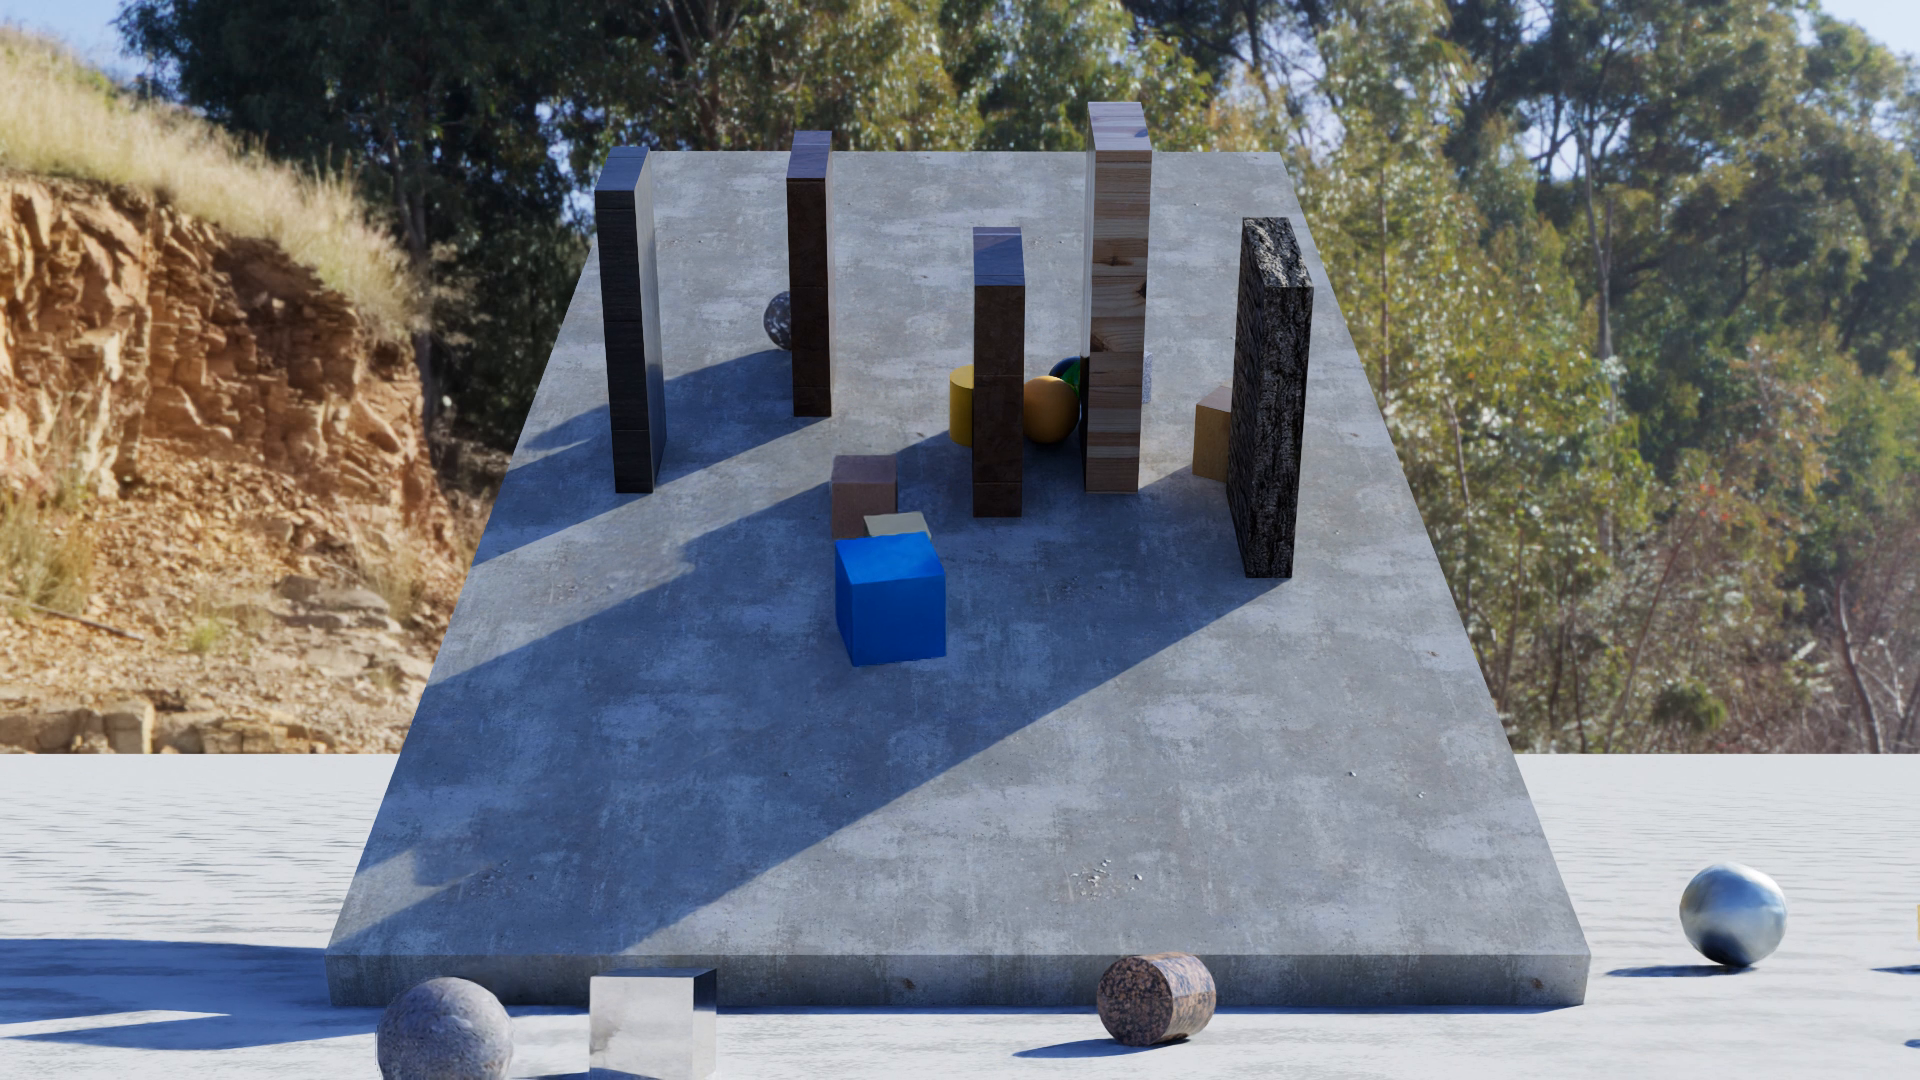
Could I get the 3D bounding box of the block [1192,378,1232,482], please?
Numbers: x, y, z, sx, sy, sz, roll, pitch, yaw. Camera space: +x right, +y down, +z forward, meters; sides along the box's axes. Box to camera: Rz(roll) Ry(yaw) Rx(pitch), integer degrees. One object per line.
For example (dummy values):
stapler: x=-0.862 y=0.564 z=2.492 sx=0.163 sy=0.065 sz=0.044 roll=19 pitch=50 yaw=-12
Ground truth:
block: x=0.635 y=-0.234 z=5.279 sx=0.171 sy=0.171 sz=0.171 roll=16 pitch=31 yaw=28

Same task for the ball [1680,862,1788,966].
ball: x=1.457 y=0.705 z=4.481 sx=0.195 sy=0.195 sz=0.195 roll=0 pitch=-5 yaw=0

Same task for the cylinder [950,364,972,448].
cylinder: x=0.049 y=-0.307 z=5.443 sx=0.146 sy=0.146 sz=0.146 roll=0 pitch=28 yaw=0

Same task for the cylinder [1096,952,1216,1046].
cylinder: x=0.275 y=0.641 z=3.328 sx=0.122 sy=0.122 sz=0.122 roll=-3 pitch=-6 yaw=34

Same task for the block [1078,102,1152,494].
block: x=0.333 y=-0.524 z=5.173 sx=0.115 sy=0.781 sz=0.330 roll=0 pitch=28 yaw=0

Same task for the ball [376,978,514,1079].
ball: x=-0.579 y=0.569 z=2.680 sx=0.151 sy=0.151 sz=0.151 roll=0 pitch=-5 yaw=0

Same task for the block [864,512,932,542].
block: x=-0.126 y=0.026 z=4.830 sx=0.119 sy=0.119 sz=0.119 roll=-5 pitch=28 yaw=-10

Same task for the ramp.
ramp: x=-0.011 y=-0.225 z=5.550 sx=2.000 sy=0.100 sz=4.000 roll=0 pitch=28 yaw=0

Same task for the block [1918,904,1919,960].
block: x=1.893 y=0.746 z=4.485 sx=0.113 sy=0.113 sz=0.113 roll=2 pitch=-5 yaw=-22

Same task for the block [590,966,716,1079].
block: x=-0.383 y=0.606 z=2.977 sx=0.129 sy=0.129 sz=0.129 roll=-1 pitch=-5 yaw=7

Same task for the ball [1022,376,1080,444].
ball: x=0.197 y=-0.296 z=5.413 sx=0.155 sy=0.155 sz=0.155 roll=0 pitch=-5 yaw=0

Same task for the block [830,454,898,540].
block: x=-0.201 y=-0.090 z=5.037 sx=0.134 sy=0.134 sz=0.134 roll=1 pitch=28 yaw=1

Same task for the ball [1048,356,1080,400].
ball: x=0.273 y=-0.354 z=5.531 sx=0.149 sy=0.149 sz=0.149 roll=0 pitch=-5 yaw=0

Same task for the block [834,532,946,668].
block: x=-0.135 y=0.114 z=4.595 sx=0.181 sy=0.181 sz=0.181 roll=-6 pitch=28 yaw=-11

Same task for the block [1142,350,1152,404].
block: x=0.367 y=-0.387 z=5.623 sx=0.122 sy=0.122 sz=0.122 roll=-22 pitch=35 yaw=-36

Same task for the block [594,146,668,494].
block: x=-0.712 y=-0.476 z=5.170 sx=0.082 sy=0.694 sz=0.287 roll=0 pitch=28 yaw=0

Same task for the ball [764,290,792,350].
ball: x=-0.413 y=-0.544 z=5.890 sx=0.150 sy=0.150 sz=0.150 roll=0 pitch=-5 yaw=0

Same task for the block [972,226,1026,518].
block: x=0.080 y=-0.365 z=5.136 sx=0.104 sy=0.531 sz=0.347 roll=0 pitch=28 yaw=0

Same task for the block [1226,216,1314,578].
block: x=0.632 y=-0.295 z=4.893 sx=0.094 sy=0.636 sz=0.394 roll=0 pitch=28 yaw=0

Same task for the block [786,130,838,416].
block: x=-0.345 y=-0.625 z=5.577 sx=0.087 sy=0.584 sz=0.338 roll=0 pitch=28 yaw=0
